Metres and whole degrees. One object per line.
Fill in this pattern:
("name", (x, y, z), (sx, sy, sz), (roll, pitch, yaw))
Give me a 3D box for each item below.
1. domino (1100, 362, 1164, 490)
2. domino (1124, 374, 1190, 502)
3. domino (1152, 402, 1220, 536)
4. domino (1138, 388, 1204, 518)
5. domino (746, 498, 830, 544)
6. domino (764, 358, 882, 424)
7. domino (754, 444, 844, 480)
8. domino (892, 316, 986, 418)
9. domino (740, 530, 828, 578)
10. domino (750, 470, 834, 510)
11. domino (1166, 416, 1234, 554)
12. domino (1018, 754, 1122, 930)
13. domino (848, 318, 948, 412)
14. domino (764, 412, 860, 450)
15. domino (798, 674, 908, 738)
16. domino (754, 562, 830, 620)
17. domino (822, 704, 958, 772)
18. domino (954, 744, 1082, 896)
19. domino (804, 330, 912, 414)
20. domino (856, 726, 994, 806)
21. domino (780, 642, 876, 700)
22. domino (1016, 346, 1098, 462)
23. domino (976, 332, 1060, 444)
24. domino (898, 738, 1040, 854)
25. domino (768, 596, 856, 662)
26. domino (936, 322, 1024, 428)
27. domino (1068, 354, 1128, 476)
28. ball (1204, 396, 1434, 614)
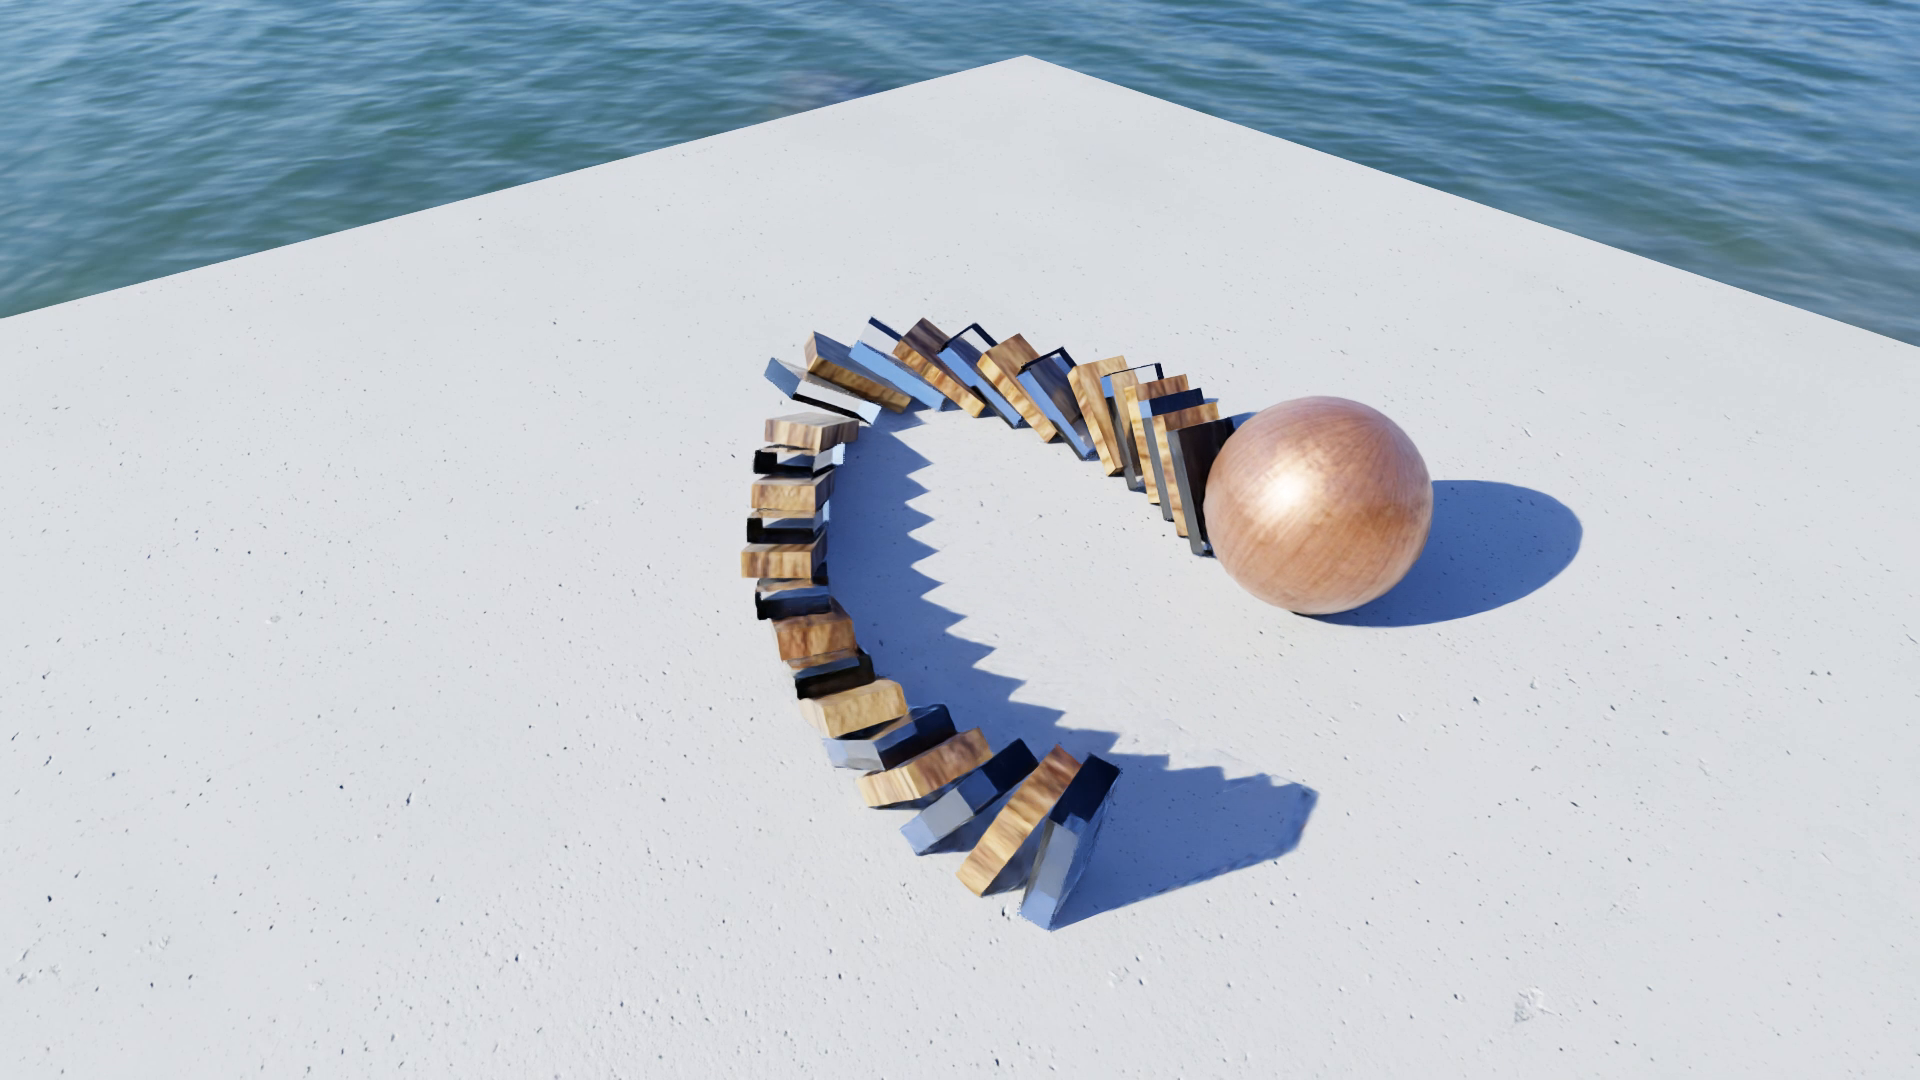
("domino", (0.080, -0.049, 0.476), (0.025, 0.050, 0.010), (-15, 1, -17))
("domino", (0.088, -0.043, 0.467), (0.025, 0.050, 0.009), (-15, 5, -17))
("domino", (0.097, -0.029, 0.450), (0.025, 0.050, 0.010), (-15, 5, -17))
("domino", (0.093, -0.036, 0.459), (0.025, 0.050, 0.009), (-15, 5, -17))
("domino", (-0.067, -0.008, 0.435), (0.025, 0.010, 0.050), (0, 11, 0))
("domino", (-0.063, -0.068, 0.505), (0.050, 0.010, 0.025), (13, 21, -49))
("domino", (-0.068, -0.035, 0.469), (0.025, 0.009, 0.050), (6, 12, 7))
("domino", (-0.005, -0.083, 0.526), (0.050, 0.010, 0.025), (38, 44, -3))
("domino", (-0.066, 0.005, 0.419), (0.025, 0.009, 0.050), (0, 10, 0))
("domino", (-0.068, -0.021, 0.452), (0.025, 0.010, 0.050), (2, 11, 2))
("domino", (0.101, -0.022, 0.442), (0.025, 0.050, 0.009), (-15, 5, -17))
("domino", (0.030, 0.085, 0.307), (0.009, 0.050, 0.025), (27, 46, 18))
("domino", (-0.027, -0.084, 0.527), (0.050, 0.009, 0.025), (31, 39, -11))
("domino", (-0.064, -0.049, 0.485), (0.025, 0.010, 0.050), (10, 12, 12))
("domino", (-0.036, 0.052, 0.357), (0.025, 0.010, 0.050), (-15, 4, -18))
("domino", (-0.061, 0.018, 0.403), (0.025, 0.010, 0.050), (-5, 9, -7))
("domino", (-0.023, 0.061, 0.343), (0.025, 0.010, 0.050), (-23, 1, -26))
("domino", (0.016, 0.081, 0.313), (0.009, 0.050, 0.025), (39, 50, 12))
("domino", (-0.048, -0.079, 0.520), (0.050, 0.010, 0.025), (22, 30, -27))
("domino", (-0.012, 0.069, 0.331), (0.025, 0.050, 0.009), (-24, 85, -26))
("domino", (-0.046, 0.042, 0.371), (0.025, 0.010, 0.050), (-12, 6, -14))
("domino", (0.051, -0.063, 0.502), (0.025, 0.009, 0.050), (-29, 76, -30))
("domino", (0.034, -0.071, 0.512), (0.025, 0.010, 0.050), (-35, 80, -35))
("domino", (0.002, 0.075, 0.321), (0.025, 0.050, 0.010), (-31, 79, -32))
("domino", (-0.053, 0.030, 0.387), (0.025, 0.010, 0.050), (-10, 9, -12))
("domino", (0.016, -0.078, 0.520), (0.050, 0.010, 0.025), (45, 51, 5))
("domino", (0.069, -0.056, 0.490), (0.025, 0.009, 0.050), (-16, 77, -19))
("ball", (0.130, -0.013, 0.403), (0.080, 0.080, 0.080), (0, 39, 0))
